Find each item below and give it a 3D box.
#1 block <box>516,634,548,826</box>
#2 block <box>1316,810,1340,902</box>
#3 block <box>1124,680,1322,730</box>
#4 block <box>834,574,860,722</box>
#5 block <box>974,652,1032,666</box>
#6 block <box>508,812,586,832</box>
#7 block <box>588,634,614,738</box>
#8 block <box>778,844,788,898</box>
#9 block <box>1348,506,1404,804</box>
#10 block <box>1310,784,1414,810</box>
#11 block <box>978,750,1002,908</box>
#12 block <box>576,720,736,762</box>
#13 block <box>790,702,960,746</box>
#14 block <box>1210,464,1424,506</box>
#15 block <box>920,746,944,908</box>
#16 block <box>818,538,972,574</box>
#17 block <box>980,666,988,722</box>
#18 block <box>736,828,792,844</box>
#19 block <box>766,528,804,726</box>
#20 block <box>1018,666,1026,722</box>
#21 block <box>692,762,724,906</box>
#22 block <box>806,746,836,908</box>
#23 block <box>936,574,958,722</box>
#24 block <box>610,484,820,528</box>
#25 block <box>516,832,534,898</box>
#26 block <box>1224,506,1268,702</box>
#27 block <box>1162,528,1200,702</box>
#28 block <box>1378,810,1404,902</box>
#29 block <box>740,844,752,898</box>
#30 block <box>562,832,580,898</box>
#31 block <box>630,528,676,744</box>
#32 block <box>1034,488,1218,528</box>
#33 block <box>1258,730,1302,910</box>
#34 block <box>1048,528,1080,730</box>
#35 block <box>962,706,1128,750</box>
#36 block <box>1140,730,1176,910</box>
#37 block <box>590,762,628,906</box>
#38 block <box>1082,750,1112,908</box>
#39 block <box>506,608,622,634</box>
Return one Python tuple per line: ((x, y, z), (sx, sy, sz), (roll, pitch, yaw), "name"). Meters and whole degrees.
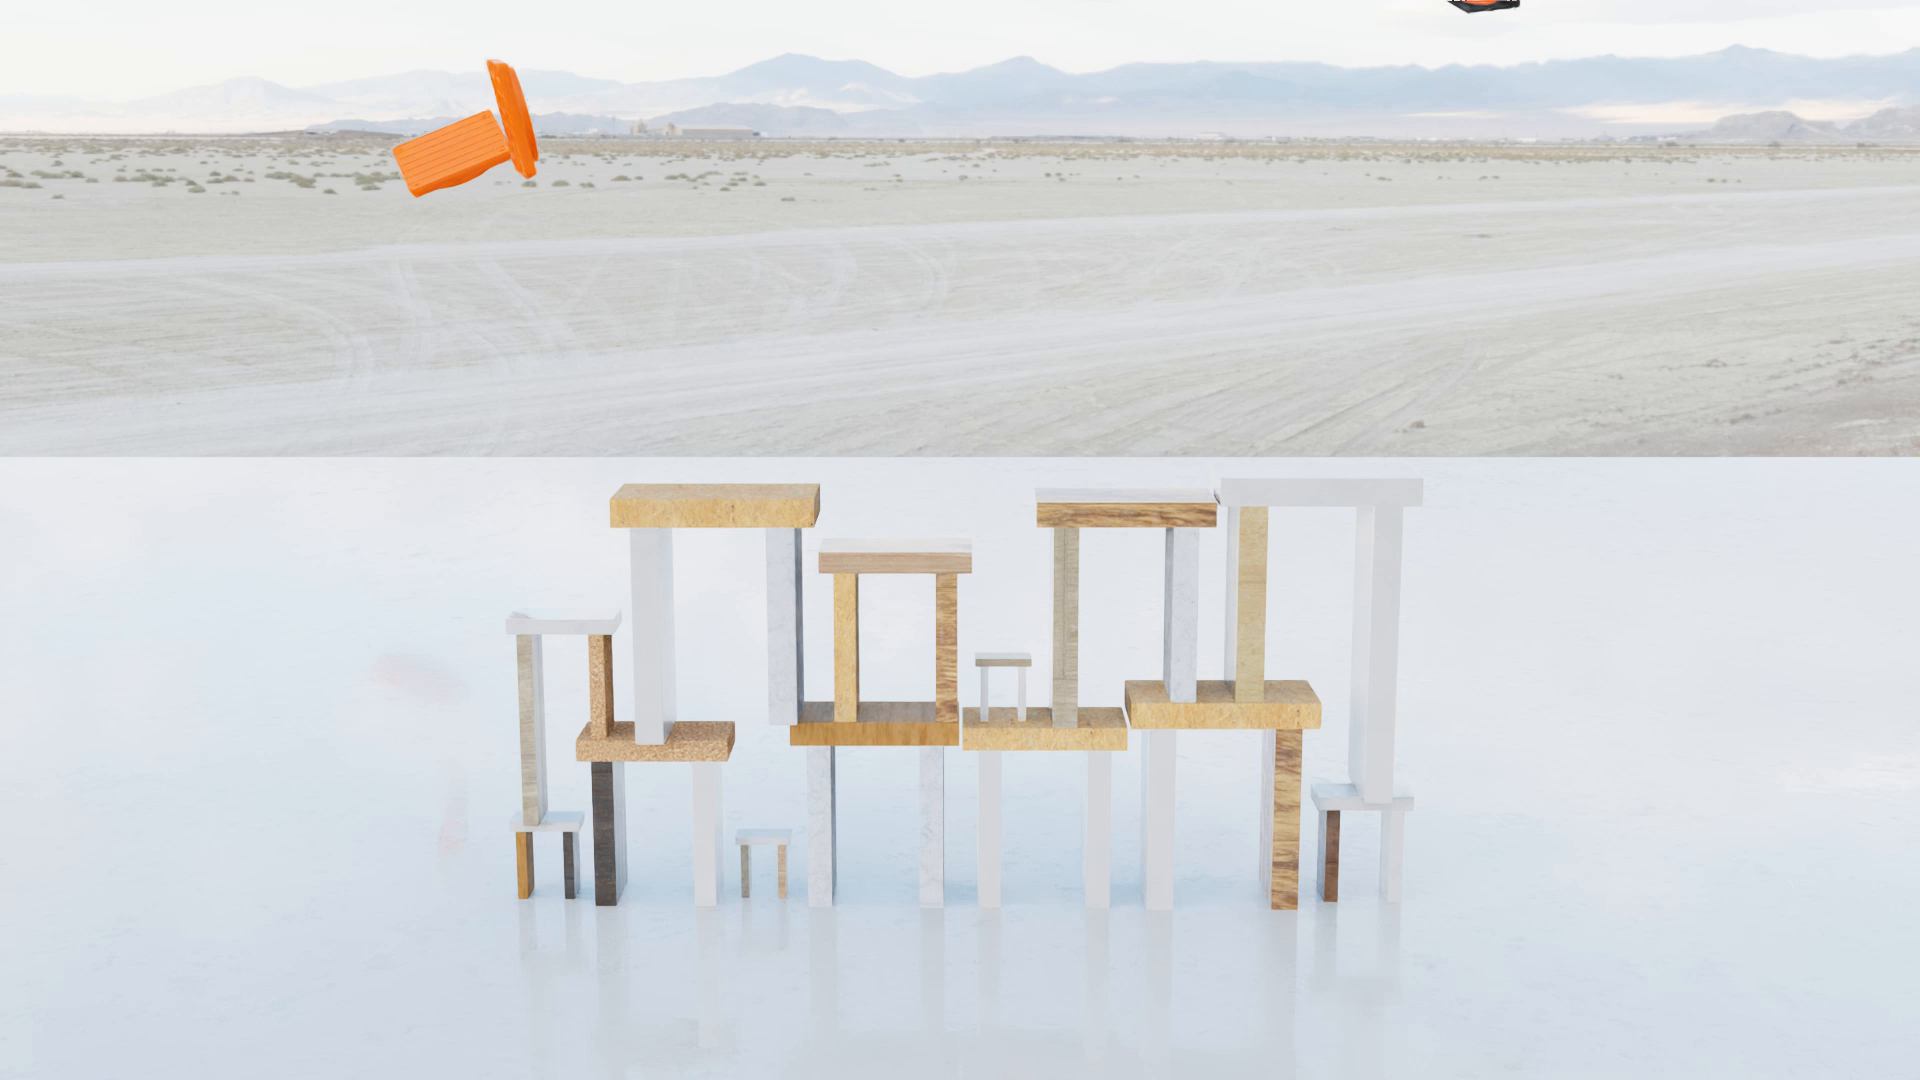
((-0.702, 0.302, 3.612), (0.025, 0.322, 0.087), (0, 11, 0), "block")
((0.612, 0.513, 3.653), (0.022, 0.158, 0.079), (0, 11, 0), "block")
((0.428, 0.269, 3.607), (0.305, 0.043, 0.153), (0, 11, 0), "block")
((-0.185, 0.163, 3.588), (0.035, 0.245, 0.122), (0, 11, 0), "block")
((0.070, 0.195, 3.591), (0.092, 0.013, 0.046), (0, 11, 0), "block")
((-0.685, 0.467, 3.649), (0.116, 0.016, 0.058), (0, 11, 0), "block")
((-0.587, 0.230, 3.597), (0.025, 0.174, 0.087), (0, 11, 0), "block")
((-0.295, 0.544, 3.663), (0.013, 0.092, 0.046), (0, 11, 0), "block")
((0.678, 0.173, 3.596), (0.045, 0.488, 0.160), (0, 11, 0), "block")
((0.664, 0.424, 3.637), (0.157, 0.022, 0.079), (0, 11, 0), "block")
((0.048, 0.459, 3.643), (0.038, 0.266, 0.133), (0, 11, 0), "block")
((-0.499, 0.331, 3.622), (0.246, 0.035, 0.123), (0, 11, 0), "block")
((-0.138, 0.302, 3.618), (0.274, 0.039, 0.137), (0, 11, 0), "block")
((0.571, -0.090, 3.547), (0.320, 0.045, 0.160), (0, 11, 0), "block")
((-0.047, 0.455, 3.646), (0.039, 0.274, 0.137), (0, 11, 0), "block")
((-0.103, 0.025, 3.563), (0.245, 0.035, 0.122), (0, 11, 0), "block")
((0.040, 0.247, 3.601), (0.013, 0.092, 0.046), (0, 11, 0), "block")
((-0.325, 0.493, 3.653), (0.092, 0.013, 0.046), (0, 11, 0), "block")
((-0.284, 0.125, 3.581), (0.046, 0.322, 0.161), (0, 11, 0), "block")
((0.101, 0.247, 3.601), (0.013, 0.092, 0.046), (0, 11, 0), "block")
((-0.417, 0.469, 3.648), (0.035, 0.246, 0.123), (0, 11, 0), "block")
((-0.229, 0.455, 3.646), (0.039, 0.274, 0.137), (0, 11, 0), "block")
((-0.021, 0.163, 3.587), (0.035, 0.245, 0.122), (0, 11, 0), "block")
((-0.391, -0.056, 3.548), (0.322, 0.046, 0.161), (0, 11, 0), "block")
((-0.724, 0.532, 3.661), (0.016, 0.116, 0.058), (0, 11, 0), "block")
((0.465, 0.090, 3.580), (0.045, 0.319, 0.160), (0, 11, 0), "block")
((0.359, 0.108, 3.577), (0.040, 0.285, 0.143), (0, 11, 0), "block")
((0.717, 0.513, 3.653), (0.022, 0.158, 0.079), (0, 11, 0), "block")
((-0.356, 0.544, 3.663), (0.013, 0.092, 0.046), (0, 11, 0), "block")
((-0.646, 0.532, 3.661), (0.016, 0.116, 0.058), (0, 11, 0), "block")
((-0.499, 0.140, 3.584), (0.046, 0.354, 0.161), (0, 11, 0), "block")
((0.264, -0.052, 3.547), (0.285, 0.040, 0.143), (0, 11, 0), "block")
((0.530, 0.440, 3.639), (0.043, 0.305, 0.153), (0, 11, 0), "block")
((0.169, 0.129, 3.581), (0.040, 0.329, 0.143), (0, 11, 0), "block")
((0.137, 0.310, 3.615), (0.266, 0.038, 0.133), (0, 11, 0), "block")
((0.326, 0.440, 3.639), (0.043, 0.305, 0.153), (0, 11, 0), "block")
((-0.581, 0.469, 3.648), (0.035, 0.246, 0.123), (0, 11, 0), "block")
((0.226, 0.459, 3.643), (0.038, 0.266, 0.133), (0, 11, 0), "block")
((-0.644, 0.132, 3.580), (0.174, 0.025, 0.087), (0, 11, 0), "block")
